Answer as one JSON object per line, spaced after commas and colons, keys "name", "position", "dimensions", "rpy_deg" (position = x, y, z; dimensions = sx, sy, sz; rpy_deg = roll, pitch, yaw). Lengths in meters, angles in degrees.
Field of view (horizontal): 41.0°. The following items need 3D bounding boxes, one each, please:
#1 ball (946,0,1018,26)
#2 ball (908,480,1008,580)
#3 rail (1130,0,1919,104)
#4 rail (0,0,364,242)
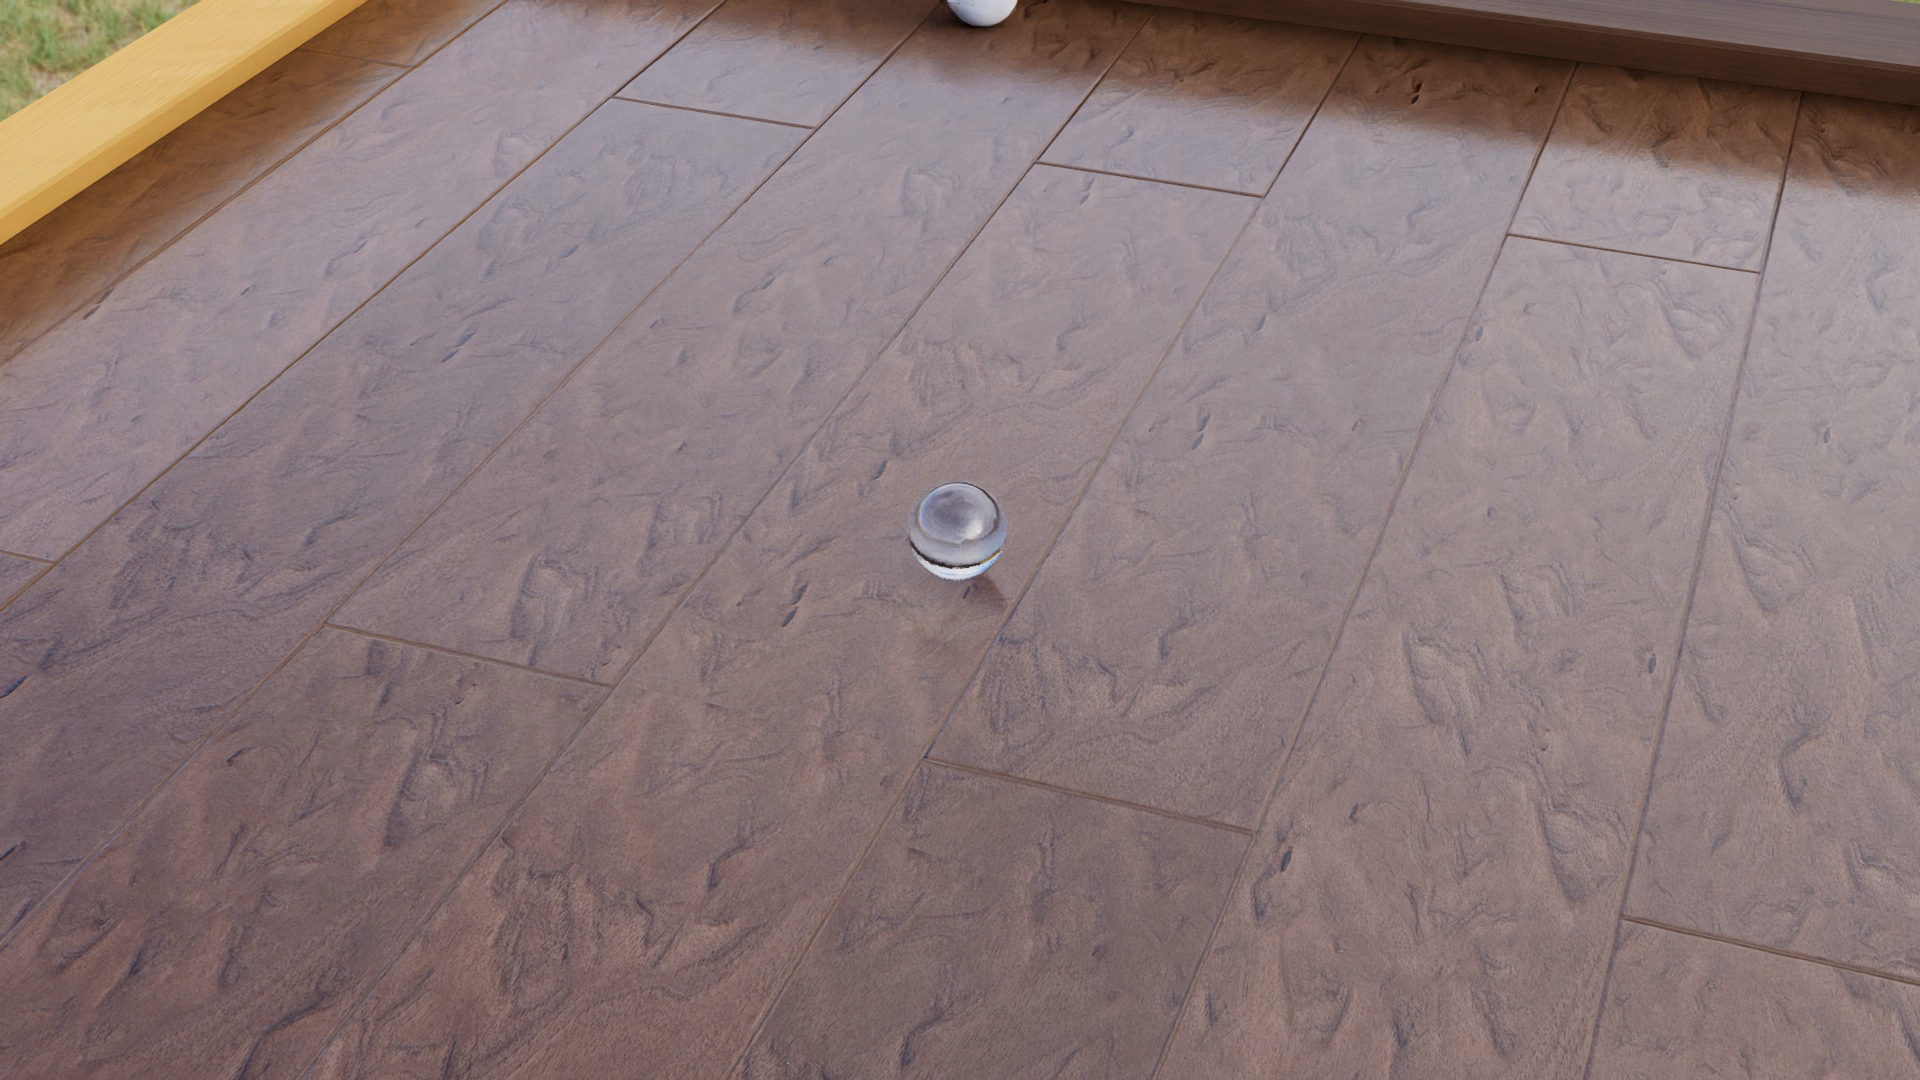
{"name": "ball", "position": [0.026, -0.649, 3.022], "dimensions": [0.088, 0.088, 0.088], "rpy_deg": [0, 33, 0]}
{"name": "ball", "position": [-0.002, -0.007, 2.046], "dimensions": [0.079, 0.079, 0.079], "rpy_deg": [0, 33, 0]}
{"name": "rail", "position": [1.450, -0.441, 2.677], "dimensions": [4.408, 0.114, 0.045], "rpy_deg": [11, 35, 17]}
{"name": "rail", "position": [-1.014, -0.224, 2.344], "dimensions": [0.045, 0.114, 2.476], "rpy_deg": [11, 35, 17]}
